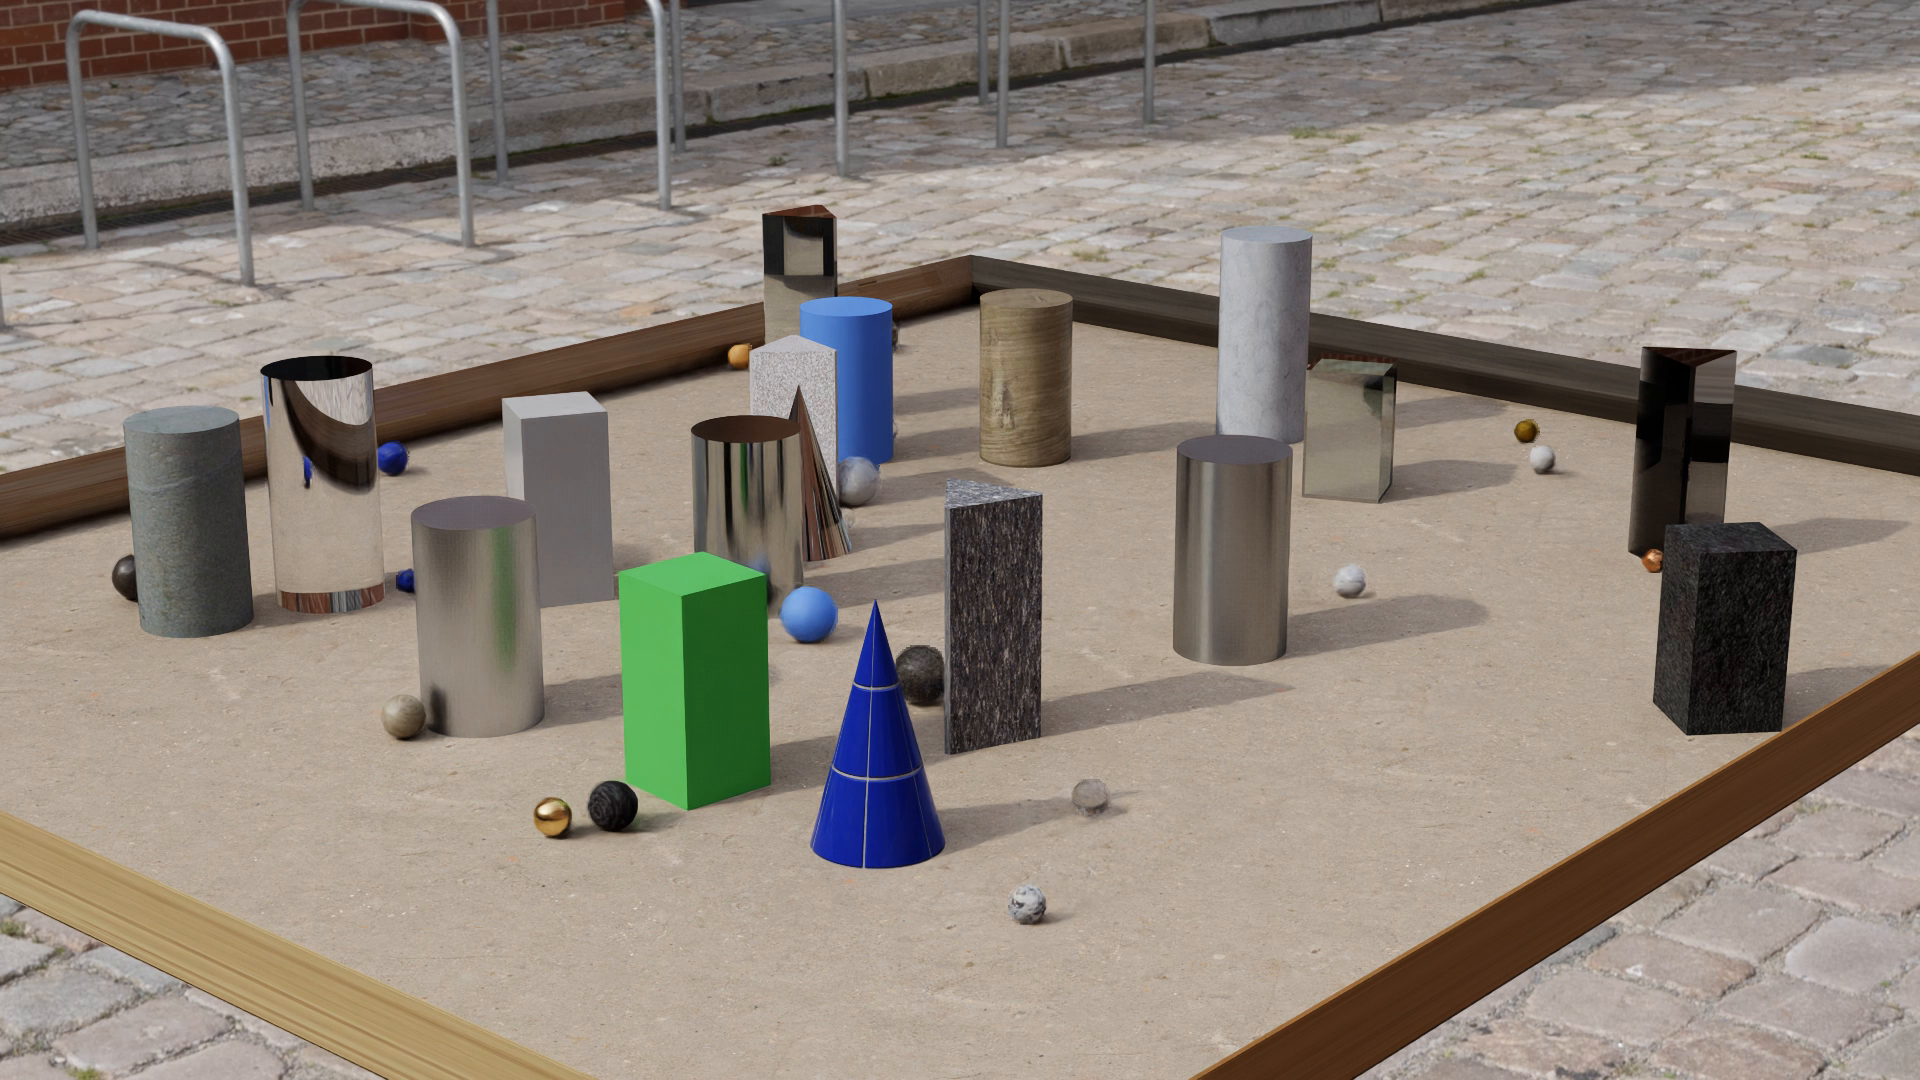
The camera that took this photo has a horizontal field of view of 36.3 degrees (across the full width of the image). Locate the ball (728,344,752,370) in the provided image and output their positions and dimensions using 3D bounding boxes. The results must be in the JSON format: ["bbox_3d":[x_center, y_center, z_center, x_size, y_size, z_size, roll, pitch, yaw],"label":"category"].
[{"bbox_3d":[-0.503,-0.421,6.728,0.059,0.059,0.059,0,17,0],"label":"ball"}]

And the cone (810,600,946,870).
[{"bbox_3d":[-0.114,0.248,4.000,0.188,0.356,0.188,0,17,0],"label":"cone"}]

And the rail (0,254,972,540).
[{"bbox_3d":[-1.151,-0.259,6.078,0.045,0.122,3.647,14,22,39],"label":"rail"}]

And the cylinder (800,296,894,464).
[{"bbox_3d":[-0.230,-0.322,5.963,0.188,0.312,0.188,0,17,0],"label":"cylinder"}]

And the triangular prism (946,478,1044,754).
[{"bbox_3d":[0.018,0.108,4.418,0.162,0.383,0.141,-9,19,-27],"label":"triangular prism"}]

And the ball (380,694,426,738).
[{"bbox_3d":[-0.843,0.267,4.438,0.067,0.067,0.067,0,17,0],"label":"ball"}]

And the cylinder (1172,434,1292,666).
[{"bbox_3d":[0.445,0.015,4.799,0.188,0.339,0.188,0,17,0],"label":"cylinder"}]

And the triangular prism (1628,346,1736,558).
[{"bbox_3d":[1.278,-0.150,5.269,0.141,0.383,0.162,14,22,38],"label":"triangular prism"}]

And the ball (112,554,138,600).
[{"bbox_3d":[-1.432,0.064,5.090,0.078,0.078,0.078,0,17,0],"label":"ball"}]

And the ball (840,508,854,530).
[{"bbox_3d":[-0.220,-0.038,5.483,0.046,0.046,0.046,0,17,0],"label":"ball"}]

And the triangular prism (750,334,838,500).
[{"bbox_3d":[-0.318,-0.226,5.641,0.162,0.314,0.141,-1,17,-3],"label":"triangular prism"}]

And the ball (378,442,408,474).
[{"bbox_3d":[-1.136,-0.163,5.862,0.065,0.065,0.065,0,17,0],"label":"ball"}]

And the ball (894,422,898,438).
[{"bbox_3d":[-0.157,-0.227,6.093,0.055,0.055,0.055,0,17,0],"label":"ball"}]

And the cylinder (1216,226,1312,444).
[{"bbox_3d":[0.632,-0.425,6.102,0.188,0.428,0.188,0,17,0],"label":"cylinder"}]

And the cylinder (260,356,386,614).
[{"bbox_3d":[-1.095,-0.097,5.049,0.188,0.409,0.188,0,17,0],"label":"cylinder"}]

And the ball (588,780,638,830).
[{"bbox_3d":[-0.484,0.370,4.092,0.069,0.069,0.069,0,17,0],"label":"ball"}]

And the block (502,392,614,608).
[{"bbox_3d":[-0.697,-0.070,5.084,0.150,0.338,0.150,-6,18,-20],"label":"block"}]

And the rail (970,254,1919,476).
[{"bbox_3d":[1.180,-0.363,6.422,3.096,0.122,0.045,14,22,39],"label":"rail"}]

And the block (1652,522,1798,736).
[{"bbox_3d":[1.169,0.135,4.490,0.150,0.290,0.150,-2,17,-6],"label":"block"}]

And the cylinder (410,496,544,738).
[{"bbox_3d":[-0.736,0.116,4.484,0.188,0.329,0.188,0,17,0],"label":"cylinder"}]

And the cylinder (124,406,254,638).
[{"bbox_3d":[-1.296,-0.032,4.932,0.188,0.353,0.188,0,17,0],"label":"cylinder"}]

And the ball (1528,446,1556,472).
[{"bbox_3d":[1.167,-0.161,5.878,0.053,0.053,0.053,0,17,0],"label":"ball"}]

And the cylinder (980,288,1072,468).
[{"bbox_3d":[0.134,-0.330,5.958,0.188,0.329,0.188,0,17,0],"label":"cylinder"}]

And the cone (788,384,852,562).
[{"bbox_3d":[-0.292,-0.135,5.349,0.188,0.309,0.188,0,17,0],"label":"cone"}]

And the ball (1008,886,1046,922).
[{"bbox_3d":[0.088,0.471,3.794,0.048,0.048,0.048,0,17,0],"label":"ball"}]

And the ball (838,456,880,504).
[{"bbox_3d":[-0.200,-0.116,5.657,0.093,0.093,0.093,0,17,0],"label":"ball"}]

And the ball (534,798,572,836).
[{"bbox_3d":[-0.565,0.385,4.070,0.054,0.054,0.054,0,17,0],"label":"ball"}]

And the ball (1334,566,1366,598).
[{"bbox_3d":[0.679,0.072,5.102,0.056,0.056,0.056,0,17,0],"label":"ball"}]

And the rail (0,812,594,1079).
[{"bbox_3d":[-1.180,0.424,3.820,3.096,0.122,0.045,14,22,39],"label":"rail"}]

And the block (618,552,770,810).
[{"bbox_3d":[-0.381,0.201,4.218,0.150,0.321,0.150,-14,22,-40],"label":"block"}]

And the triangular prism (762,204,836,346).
[{"bbox_3d":[-0.320,-0.486,6.275,0.162,0.445,0.141,5,17,15],"label":"triangular prism"}]

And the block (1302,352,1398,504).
[{"bbox_3d":[0.760,-0.219,5.719,0.150,0.255,0.150,5,18,18],"label":"block"}]

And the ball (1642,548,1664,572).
[{"bbox_3d":[1.242,0.036,5.245,0.041,0.041,0.041,0,17,0],"label":"ball"}]

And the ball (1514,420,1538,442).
[{"bbox_3d":[1.178,-0.227,6.104,0.047,0.047,0.047,0,17,0],"label":"ball"}]

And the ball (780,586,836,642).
[{"bbox_3d":[-0.252,0.123,4.869,0.093,0.093,0.093,0,17,0],"label":"ball"}]

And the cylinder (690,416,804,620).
[{"bbox_3d":[-0.363,-0.039,5.024,0.188,0.313,0.188,0,17,0],"label":"cylinder"}]

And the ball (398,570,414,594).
[{"bbox_3d":[-0.961,0.072,5.124,0.042,0.042,0.042,0,17,0],"label":"ball"}]

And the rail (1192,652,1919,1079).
[{"bbox_3d":[1.151,0.320,4.164,0.045,0.122,3.647,14,22,39],"label":"rail"}]

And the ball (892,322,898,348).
[{"bbox_3d":[-0.185,-0.483,6.888,0.084,0.084,0.084,0,17,0],"label":"ball"}]

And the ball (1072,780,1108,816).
[{"bbox_3d":[0.183,0.364,4.143,0.051,0.051,0.051,0,17,0],"label":"ball"}]

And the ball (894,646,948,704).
[{"bbox_3d":[-0.062,0.211,4.585,0.089,0.089,0.089,0,17,0],"label":"ball"}]
